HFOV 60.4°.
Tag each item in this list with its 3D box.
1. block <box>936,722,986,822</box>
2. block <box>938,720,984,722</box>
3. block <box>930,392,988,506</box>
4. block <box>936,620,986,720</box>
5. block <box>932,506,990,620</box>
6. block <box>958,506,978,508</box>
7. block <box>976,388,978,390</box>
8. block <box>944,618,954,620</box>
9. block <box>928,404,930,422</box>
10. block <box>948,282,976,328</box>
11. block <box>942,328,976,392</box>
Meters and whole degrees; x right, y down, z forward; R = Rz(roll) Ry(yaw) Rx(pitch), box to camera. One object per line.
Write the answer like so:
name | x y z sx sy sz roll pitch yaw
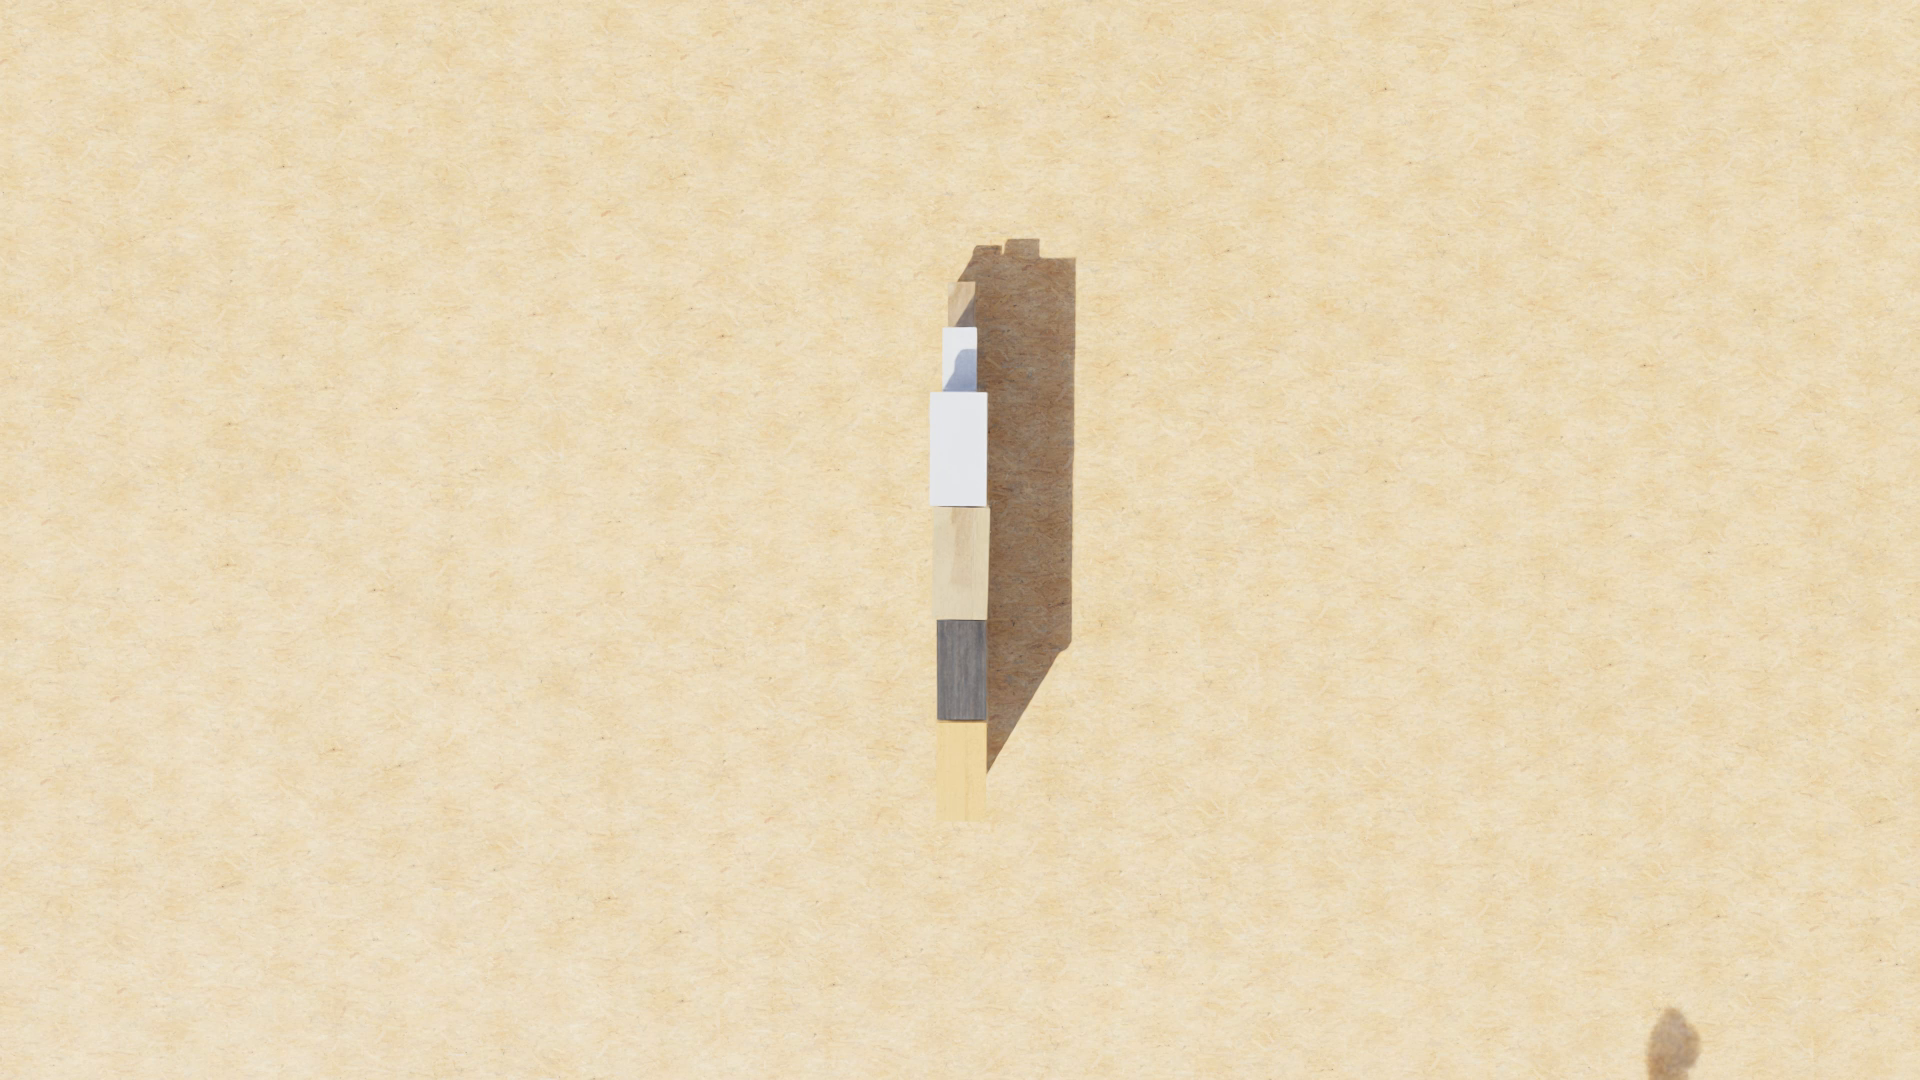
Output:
block | 0.005 0.684 4.882 0.146 0.041 0.292 0 90 0
block | 0.004 0.587 5.048 0.146 0.292 0.041 0 90 0
block | -0.005 -0.266 4.867 0.167 0.047 0.335 0 90 0
block | 0.005 0.382 4.879 0.147 0.042 0.294 0 90 0
block | 0.001 0.068 4.872 0.165 0.047 0.329 1 91 0
block | -0.005 -0.137 5.242 0.120 0.034 0.239 0 90 0
block | 0.000 -0.475 5.173 0.104 0.209 0.030 0 90 0
block | -0.001 0.201 5.284 0.101 0.029 0.202 0 90 0
block | -0.009 -0.378 5.084 0.167 0.385 0.047 0 90 0
block | 0.004 -0.742 5.312 0.088 0.025 0.175 0 90 0
block | -0.001 -0.545 5.053 0.104 0.030 0.209 0 90 0
